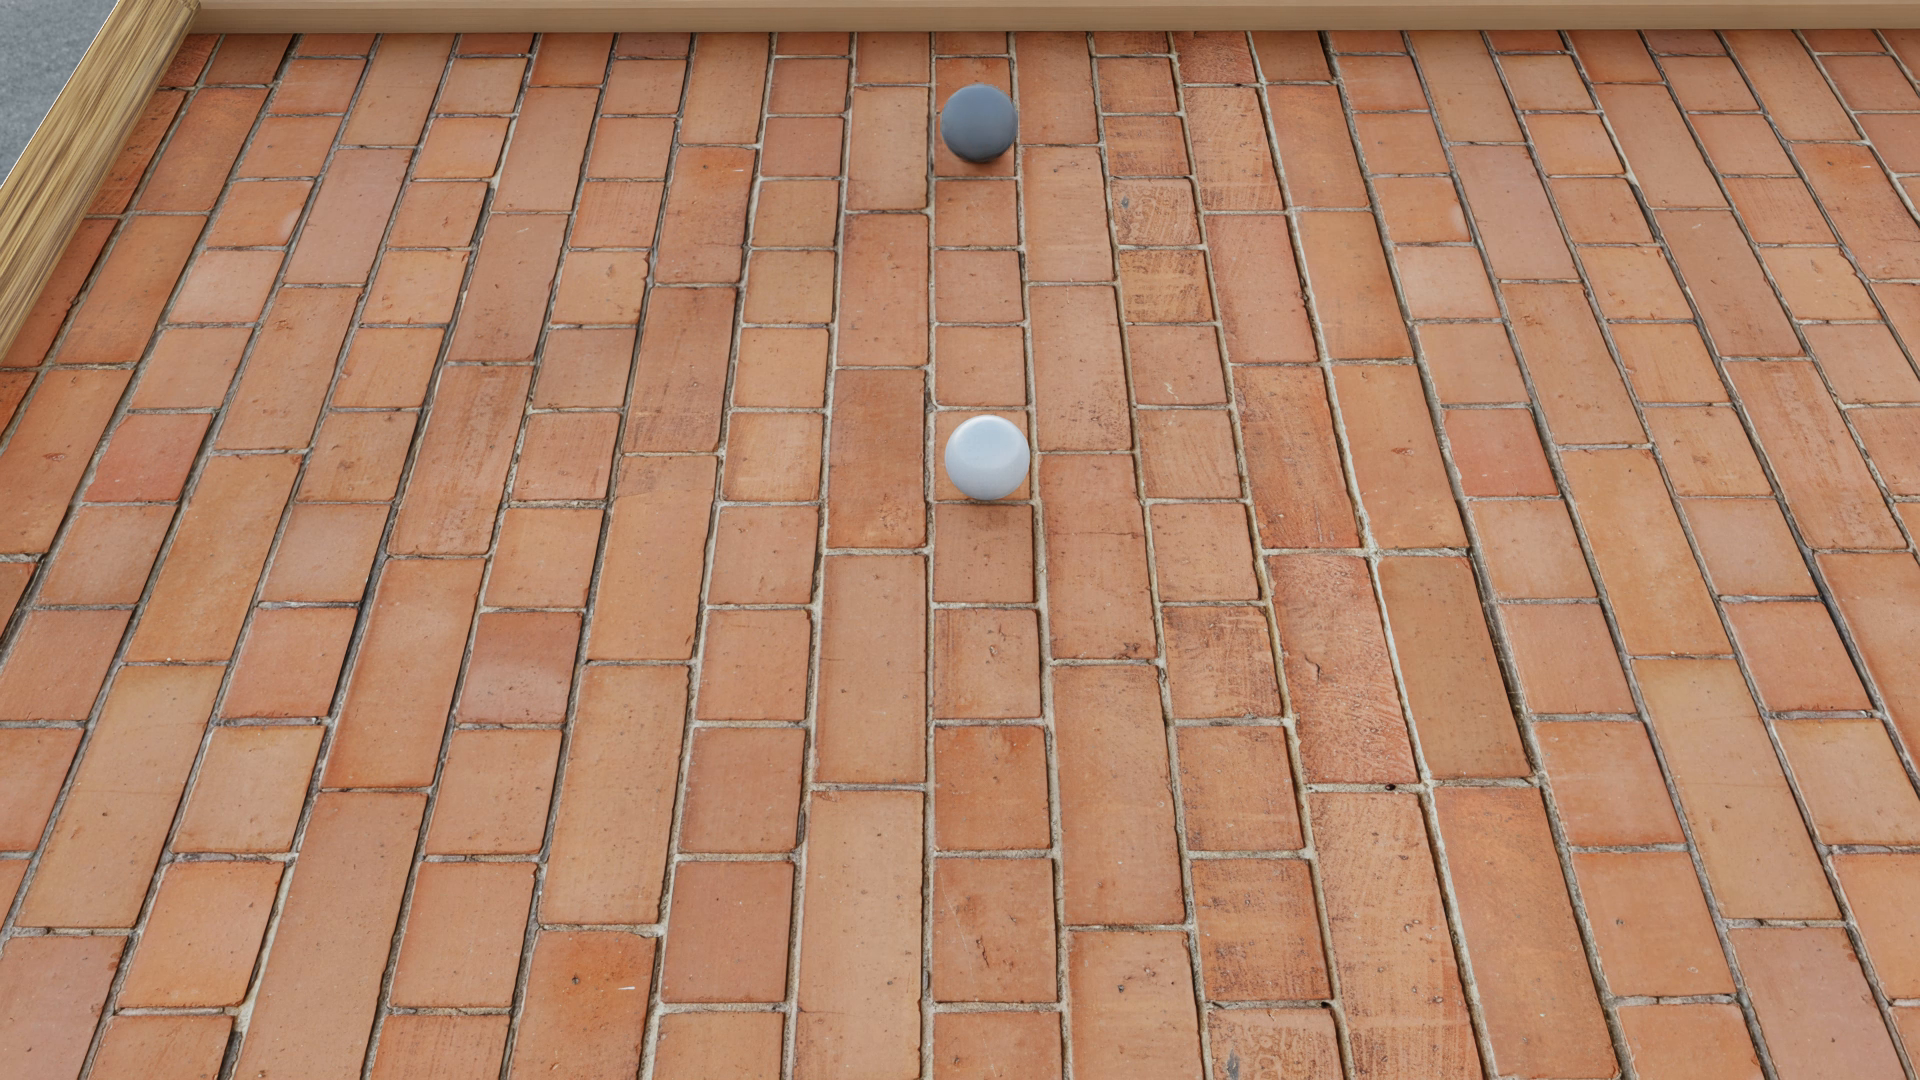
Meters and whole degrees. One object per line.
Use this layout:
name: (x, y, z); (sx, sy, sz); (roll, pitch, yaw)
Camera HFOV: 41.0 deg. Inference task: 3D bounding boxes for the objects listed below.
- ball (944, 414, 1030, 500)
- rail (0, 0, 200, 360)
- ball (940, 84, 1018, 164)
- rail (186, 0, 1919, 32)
ball: (0.020, -0.059, 1.843); (0.062, 0.062, 0.062); (0, 36, 0)
rail: (-0.739, -0.009, 1.743); (0.045, 0.095, 1.809); (0, 36, 0)
ball: (0.016, -0.368, 2.270); (0.068, 0.068, 0.068); (0, 36, 0)
rail: (0.756, -0.527, 2.468); (3.050, 0.095, 0.045); (0, 36, 0)
